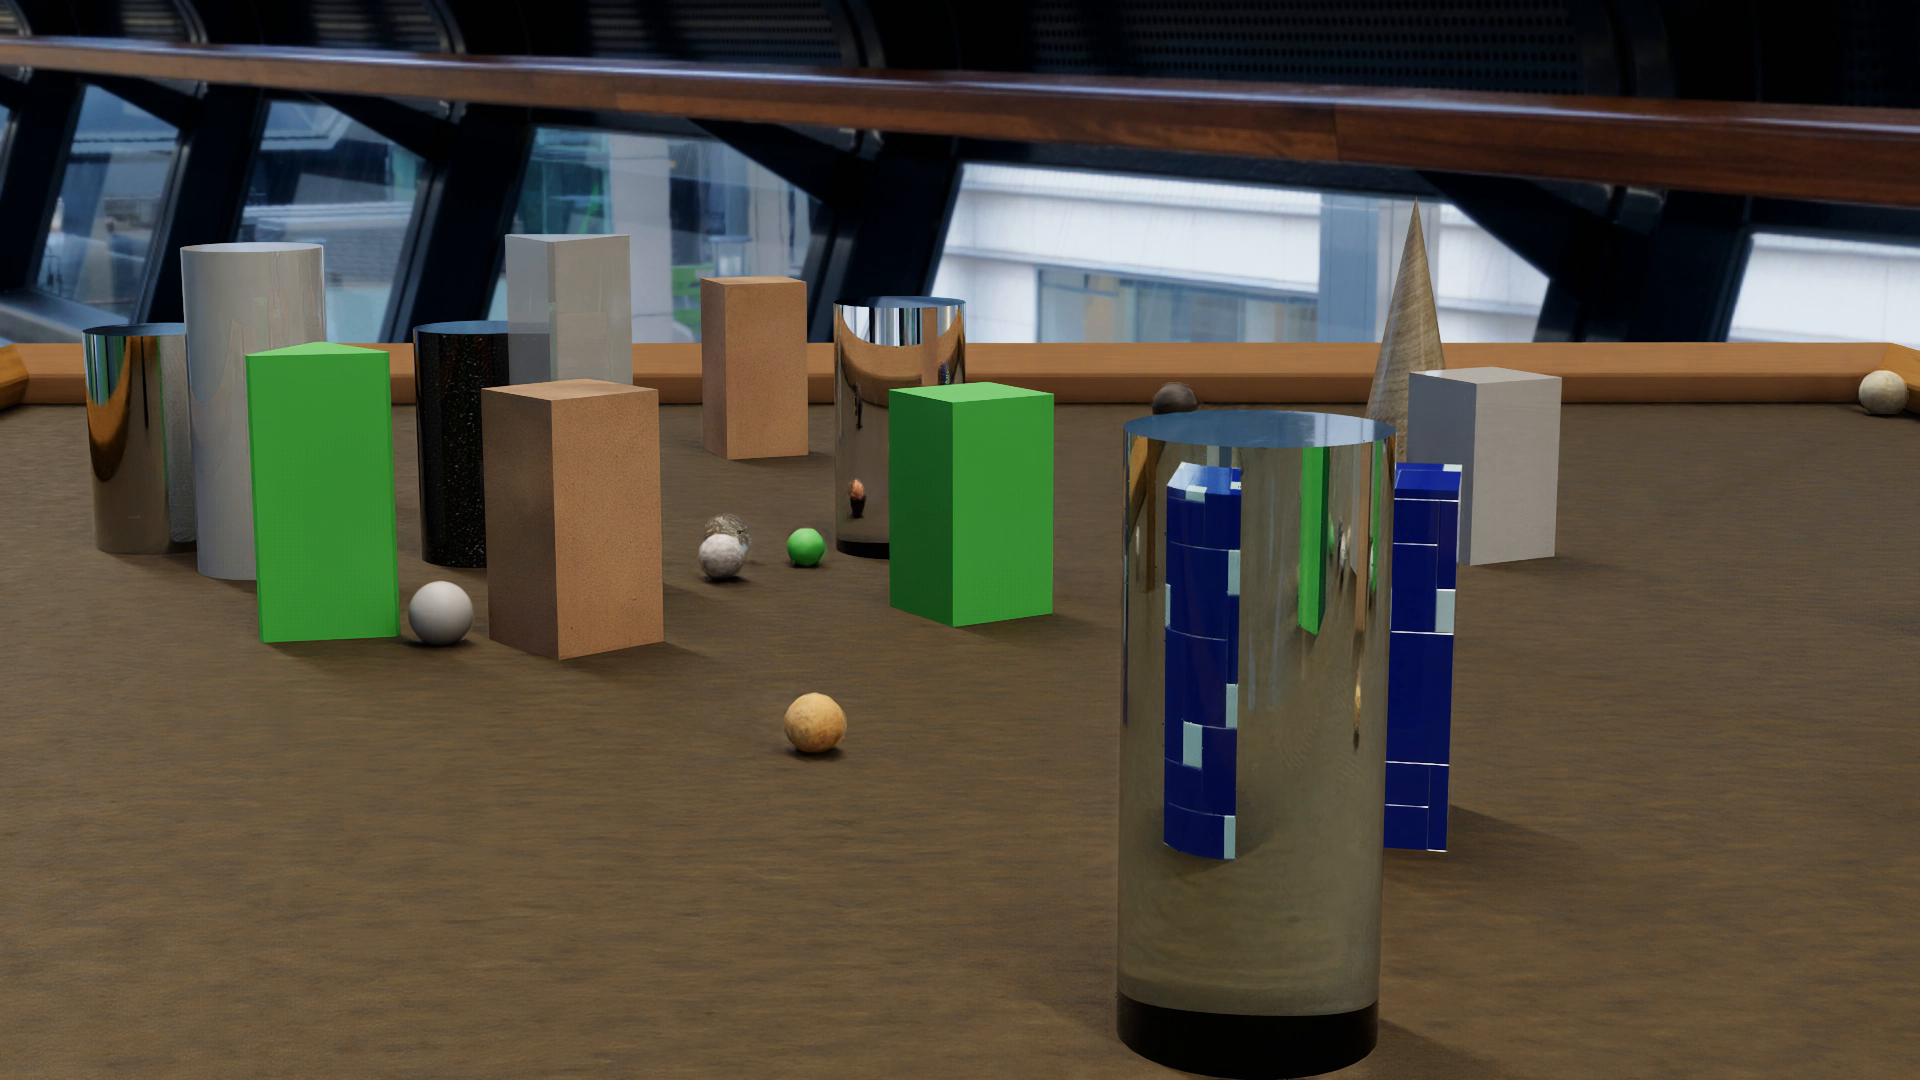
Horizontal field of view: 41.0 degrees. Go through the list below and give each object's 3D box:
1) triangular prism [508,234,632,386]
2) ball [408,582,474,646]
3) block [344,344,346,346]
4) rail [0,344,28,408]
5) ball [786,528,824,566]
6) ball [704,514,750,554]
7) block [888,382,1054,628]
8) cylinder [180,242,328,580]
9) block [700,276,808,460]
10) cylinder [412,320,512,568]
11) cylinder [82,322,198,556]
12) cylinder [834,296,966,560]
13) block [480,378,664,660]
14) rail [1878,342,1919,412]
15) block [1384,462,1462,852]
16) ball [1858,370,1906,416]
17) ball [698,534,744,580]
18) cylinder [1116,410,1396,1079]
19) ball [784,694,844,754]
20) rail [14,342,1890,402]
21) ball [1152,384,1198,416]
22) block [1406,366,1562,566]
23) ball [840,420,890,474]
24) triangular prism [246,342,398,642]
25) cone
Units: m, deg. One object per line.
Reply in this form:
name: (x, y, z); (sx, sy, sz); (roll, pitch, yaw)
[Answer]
triangular prism: (-0.578, -0.185, 3.644); (0.150, 0.490, 0.173); (6, 12, 30)
ball: (-0.661, 0.093, 3.265); (0.082, 0.082, 0.082); (0, 10, 0)
block: (-1.089, -0.194, 4.353); (0.160, 0.251, 0.160); (-6, 12, -31)
rail: (-2.024, 0.035, 3.437); (0.045, 0.130, 4.388); (0, 10, 0)
ball: (-0.227, 0.010, 3.782); (0.056, 0.056, 0.056); (0, 10, 0)
ball: (-0.346, -0.003, 3.814); (0.070, 0.070, 0.070); (0, 10, 0)
block: (0.014, -0.052, 3.453); (0.160, 0.297, 0.160); (-7, 12, -32)
cylinder: (-1.019, -0.191, 3.735); (0.199, 0.469, 0.199); (0, 10, 0)
block: (-0.391, -0.330, 4.878); (0.160, 0.328, 0.160); (-4, 11, -22)
cylinder: (-0.710, -0.146, 3.835); (0.199, 0.345, 0.199); (0, 10, 0)
cylinder: (-1.232, -0.158, 3.936); (0.199, 0.331, 0.199); (0, 10, 0)
cylinder: (-0.091, -0.174, 3.897); (0.199, 0.376, 0.199); (0, 10, 0)
block: (-0.493, -0.031, 3.265); (0.160, 0.325, 0.160); (-9, 14, -41)
rail: (2.024, 0.031, 3.460); (0.045, 0.130, 4.388); (0, 10, 0)
block: (0.395, 0.106, 2.471); (0.160, 0.343, 0.160); (2, 11, 12)
ball: (1.945, -0.311, 5.409); (0.096, 0.096, 0.096); (0, 10, 0)
ball: (-0.343, 0.024, 3.678); (0.066, 0.066, 0.066); (0, 10, 0)
cylinder: (0.219, 0.146, 1.922); (0.199, 0.465, 0.199); (0, 10, 0)
ball: (-0.156, 0.196, 2.752); (0.064, 0.064, 0.064); (0, 10, 0)
rail: (-0.013, -0.361, 5.583); (4.096, 0.130, 0.045); (0, 10, 0)
ball: (0.434, -0.269, 5.190); (0.094, 0.094, 0.094); (0, 10, 0)
block: (0.786, -0.115, 3.867); (0.160, 0.270, 0.160); (-5, 12, -27)
ball: (-0.166, -0.168, 4.623); (0.100, 0.100, 0.100); (0, 10, 0)
triangular prism: (-0.827, -0.067, 3.341); (0.173, 0.368, 0.150); (-2, 11, -12)
cone: (0.817, -0.372, 4.638); (0.199, 0.497, 0.199); (0, 10, 0)
